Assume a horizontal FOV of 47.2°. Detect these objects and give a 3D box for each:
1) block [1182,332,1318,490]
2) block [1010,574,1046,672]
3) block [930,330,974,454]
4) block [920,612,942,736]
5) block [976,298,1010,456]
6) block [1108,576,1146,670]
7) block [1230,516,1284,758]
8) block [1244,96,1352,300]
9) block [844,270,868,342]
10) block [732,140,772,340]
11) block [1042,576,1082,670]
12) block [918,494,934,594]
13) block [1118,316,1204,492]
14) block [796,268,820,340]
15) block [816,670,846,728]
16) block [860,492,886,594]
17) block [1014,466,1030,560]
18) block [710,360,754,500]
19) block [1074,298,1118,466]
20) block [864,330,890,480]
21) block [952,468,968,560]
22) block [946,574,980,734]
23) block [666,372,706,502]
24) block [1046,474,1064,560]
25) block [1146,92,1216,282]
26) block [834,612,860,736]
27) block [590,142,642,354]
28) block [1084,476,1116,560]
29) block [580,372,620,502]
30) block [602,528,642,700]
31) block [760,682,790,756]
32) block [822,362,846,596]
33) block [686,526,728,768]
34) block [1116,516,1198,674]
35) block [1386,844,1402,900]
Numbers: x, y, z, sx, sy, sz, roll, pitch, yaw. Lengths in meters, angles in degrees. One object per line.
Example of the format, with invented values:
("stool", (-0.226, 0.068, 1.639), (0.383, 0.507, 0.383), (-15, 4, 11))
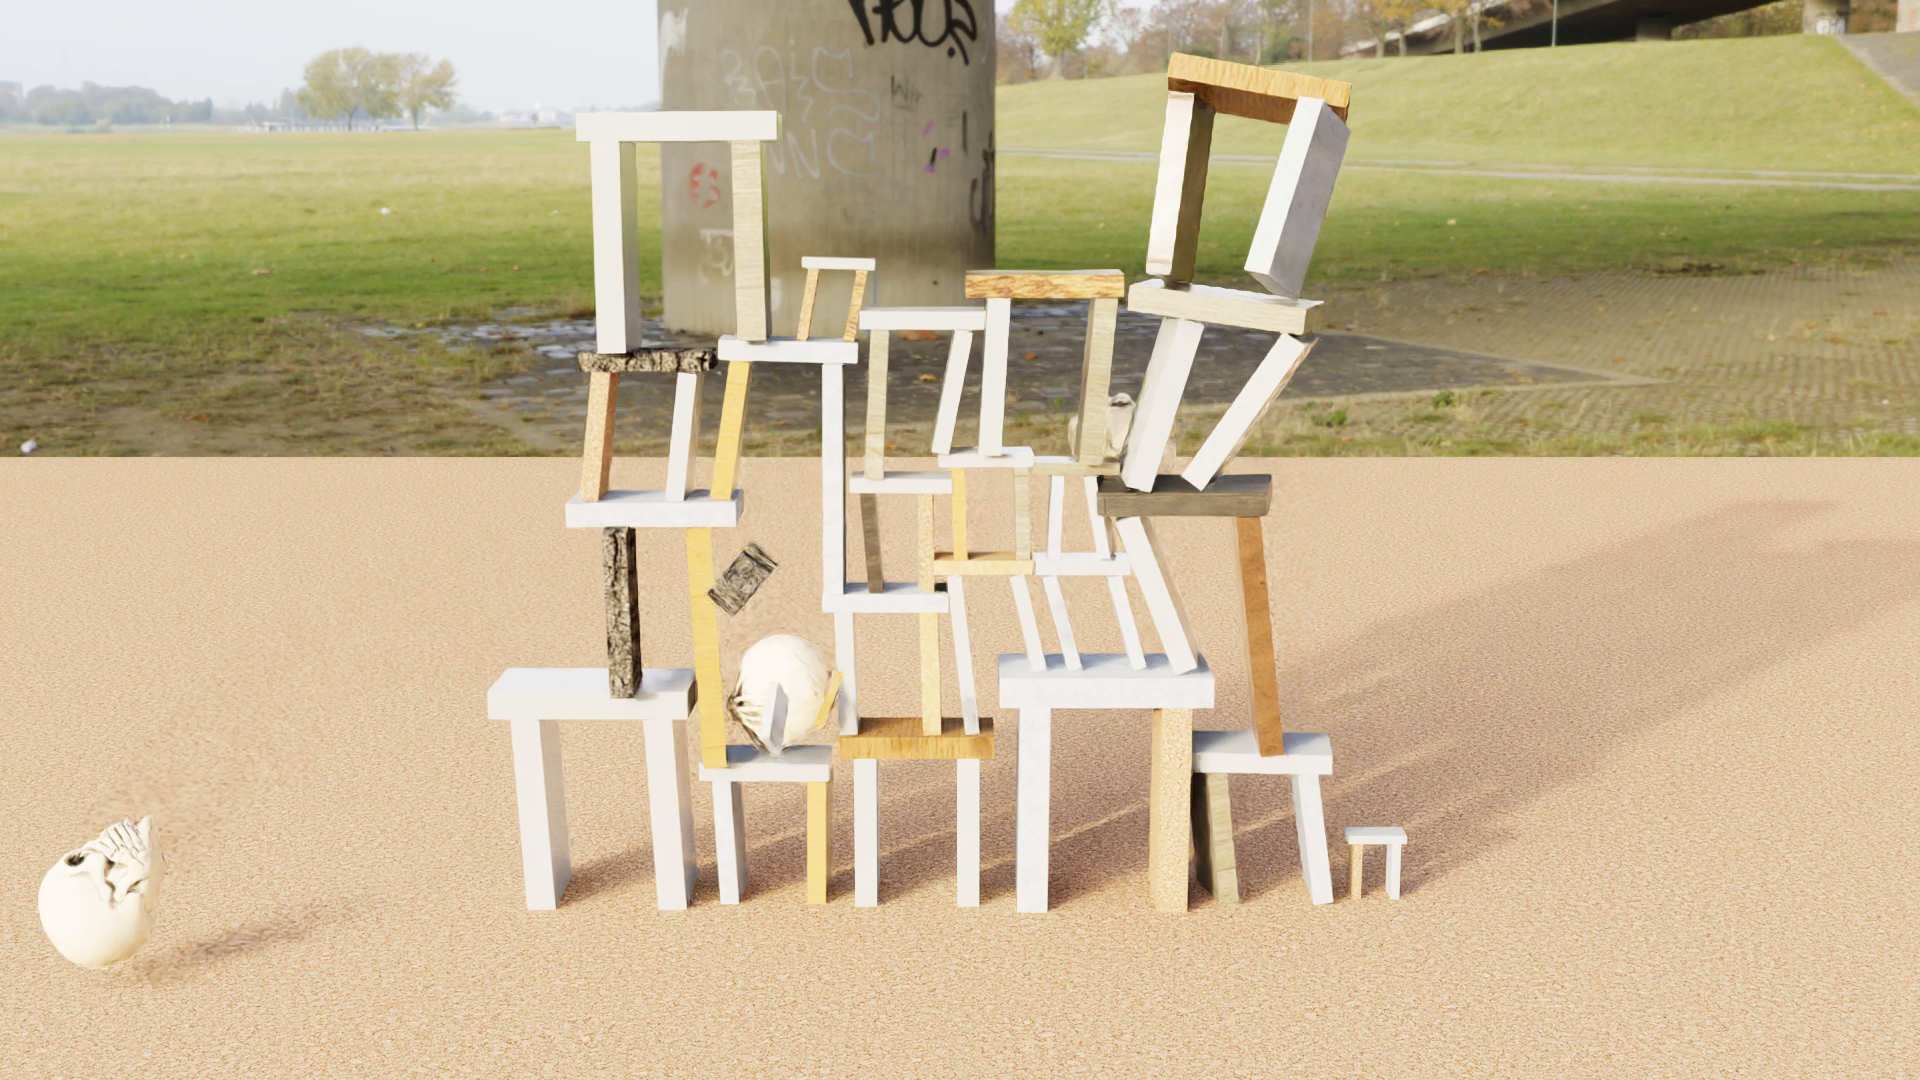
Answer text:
("block", (0.454, -0.208, 3.433), (0.039, 0.276, 0.138), (37, 20, 9))
("block", (0.110, 0.127, 3.579), (0.023, 0.159, 0.080), (-13, 10, 2))
("block", (-0.014, -0.241, 3.513), (0.028, 0.197, 0.099), (11, 10, -3))
("block", (-0.048, 0.207, 3.600), (0.029, 0.203, 0.102), (-1, 11, 0))
("block", (0.053, -0.266, 3.509), (0.035, 0.247, 0.124), (3, 11, -2))
("block", (0.270, 0.127, 3.584), (0.022, 0.157, 0.079), (-16, 10, 3))
("block", (0.478, 0.139, 3.550), (0.038, 0.399, 0.134), (-7, 14, 3))
("block", (0.519, -0.522, 3.370), (0.039, 0.277, 0.139), (17, -2, 30))
("block", (-0.165, -0.372, 3.487), (0.016, 0.113, 0.057), (11, 9, -3))
("block", (-0.328, -0.473, 3.466), (0.043, 0.306, 0.153), (-1, 9, -1))
("block", (0.165, 0.127, 3.584), (0.022, 0.158, 0.079), (-16, 10, 3))
("block", (-0.054, -0.001, 3.560), (0.023, 0.163, 0.081), (-1, 11, 0))
("block", (0.315, -0.225, 3.488), (0.039, 0.276, 0.138), (15, 13, -7))
("block", (-0.240, -0.375, 3.485), (0.016, 0.113, 0.057), (10, 9, -3))
("block", (-0.204, 0.250, 3.459), (0.014, 0.096, 0.048), (24, 52, 1))
("block", (-0.142, -0.002, 3.559), (0.023, 0.163, 0.081), (-5, 11, 1))
("block", (0.100, -0.049, 3.551), (0.021, 0.150, 0.075), (-2, 11, 0))
("block", (-0.364, -0.182, 3.519), (0.031, 0.219, 0.109), (9, 10, -2))
("block", (0.217, -0.259, 3.514), (0.035, 0.264, 0.124), (5, 11, -1))
("block", (-0.132, -0.222, 3.517), (0.028, 0.237, 0.099), (3, 11, -1))
("block", (-0.001, -0.049, 3.550), (0.021, 0.150, 0.075), (-2, 11, 0))
("block", (0.005, 0.179, 3.588), (0.023, 0.264, 0.080), (-6, 11, 1))
("block", (-0.437, -0.171, 3.508), (0.029, 0.203, 0.102), (7, 11, 1))
("block", (0.153, -0.041, 3.554), (0.020, 0.138, 0.069), (3, 11, -1))
("block", (0.345, -0.547, 3.429), (0.039, 0.277, 0.139), (9, 4, 20))
("block", (-0.184, 0.207, 3.600), (0.029, 0.203, 0.102), (-2, 11, 0))
("block", (-0.540, -0.462, 3.465), (0.043, 0.323, 0.153), (0, 9, 2))
("block", (0.227, -0.043, 3.566), (0.020, 0.138, 0.069), (-9, 8, 14))
("block", (-0.575, -0.171, 3.513), (0.029, 0.203, 0.102), (7, 10, 0))
("block", (-0.540, 0.108, 3.519), (0.038, 0.267, 0.134), (-2, 11, -2))
("block", (-0.268, 0.259, 3.192), (0.014, 0.048, 0.096), (-7, 51, 16))
("block", (-0.202, -0.104, 3.544), (0.031, 0.371, 0.109), (0, 11, 0))
("block", (-0.411, 0.162, 3.566), (0.038, 0.393, 0.134), (-4, 12, -6))
("block", (0.321, 0.073, 3.566), (0.038, 0.267, 0.134), (-20, 11, 11))
("block", (0.721, 0.544, 3.657), (0.014, 0.095, 0.048), (0, 11, 0))
